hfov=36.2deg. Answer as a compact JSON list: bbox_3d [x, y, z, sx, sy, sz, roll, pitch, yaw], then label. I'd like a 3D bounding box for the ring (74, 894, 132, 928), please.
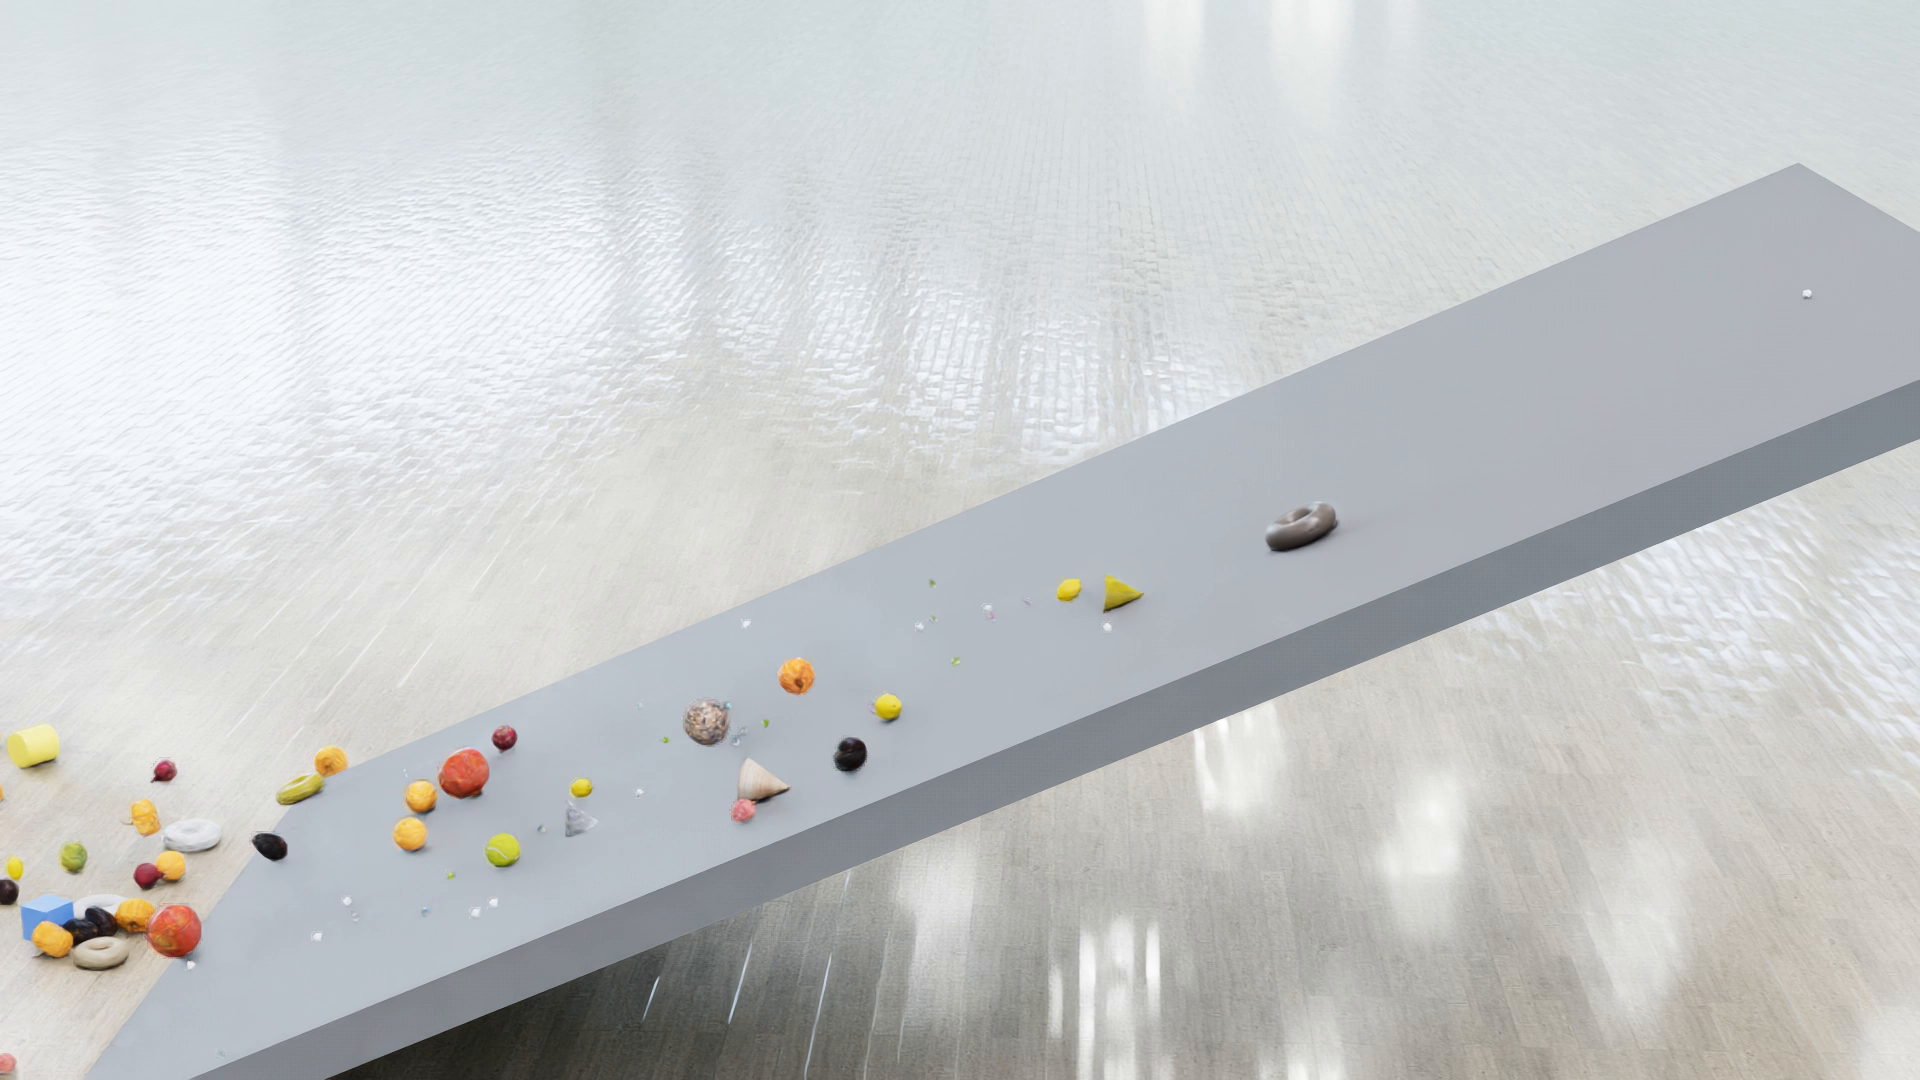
[{"bbox_3d":[-2.013,0.870,6.888,0.144,0.048,0.144,0,13,0],"label":"ring"}]

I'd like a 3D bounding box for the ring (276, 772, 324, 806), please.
[{"bbox_3d":[-1.668,0.629,7.427,0.128,0.043,0.128,-22,13,5],"label":"ring"}]

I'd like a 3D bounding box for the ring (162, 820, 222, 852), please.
[{"bbox_3d":[-1.925,0.741,7.374,0.145,0.048,0.145,1,16,0],"label":"ring"}]

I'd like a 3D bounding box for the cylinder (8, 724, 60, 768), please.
[{"bbox_3d":[-2.507,0.557,7.958,0.098,0.098,0.098,12,19,37],"label":"cylinder"}]

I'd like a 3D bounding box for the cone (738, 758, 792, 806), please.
[{"bbox_3d":[-0.368,0.472,5.659,0.094,0.094,0.094,8,16,13],"label":"cone"}]

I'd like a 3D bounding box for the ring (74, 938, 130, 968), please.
[{"bbox_3d":[-1.943,0.935,6.658,0.123,0.041,0.123,-1,14,0],"label":"ring"}]

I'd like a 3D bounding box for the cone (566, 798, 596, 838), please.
[{"bbox_3d":[-0.790,0.559,6.016,0.071,0.071,0.071,-23,13,6],"label":"cone"}]

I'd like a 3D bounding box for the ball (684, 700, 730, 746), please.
[{"bbox_3d":[-0.528,0.381,6.128,0.094,0.094,0.094,0,15,0],"label":"ball"}]

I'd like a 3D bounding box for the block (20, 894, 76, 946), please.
[{"bbox_3d":[-2.106,0.877,6.793,0.082,0.082,0.082,9,17,29],"label":"block"}]

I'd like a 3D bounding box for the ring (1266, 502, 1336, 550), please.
[{"bbox_3d":[0.666,-0.027,5.757,0.148,0.049,0.148,-25,12,5],"label":"ring"}]

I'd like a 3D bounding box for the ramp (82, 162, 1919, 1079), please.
[{"bbox_3d":[0.131,0.170,6.285,4.000,0.100,2.000,-23,13,8],"label":"ramp"}]

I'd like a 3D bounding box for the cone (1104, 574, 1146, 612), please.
[{"bbox_3d":[0.329,0.107,5.864,0.080,0.080,0.080,3,15,2],"label":"cone"}]

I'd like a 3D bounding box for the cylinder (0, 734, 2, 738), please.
[{"bbox_3d":[-2.667,0.547,8.091,0.052,0.052,0.052,-3,15,-11],"label":"cylinder"}]
